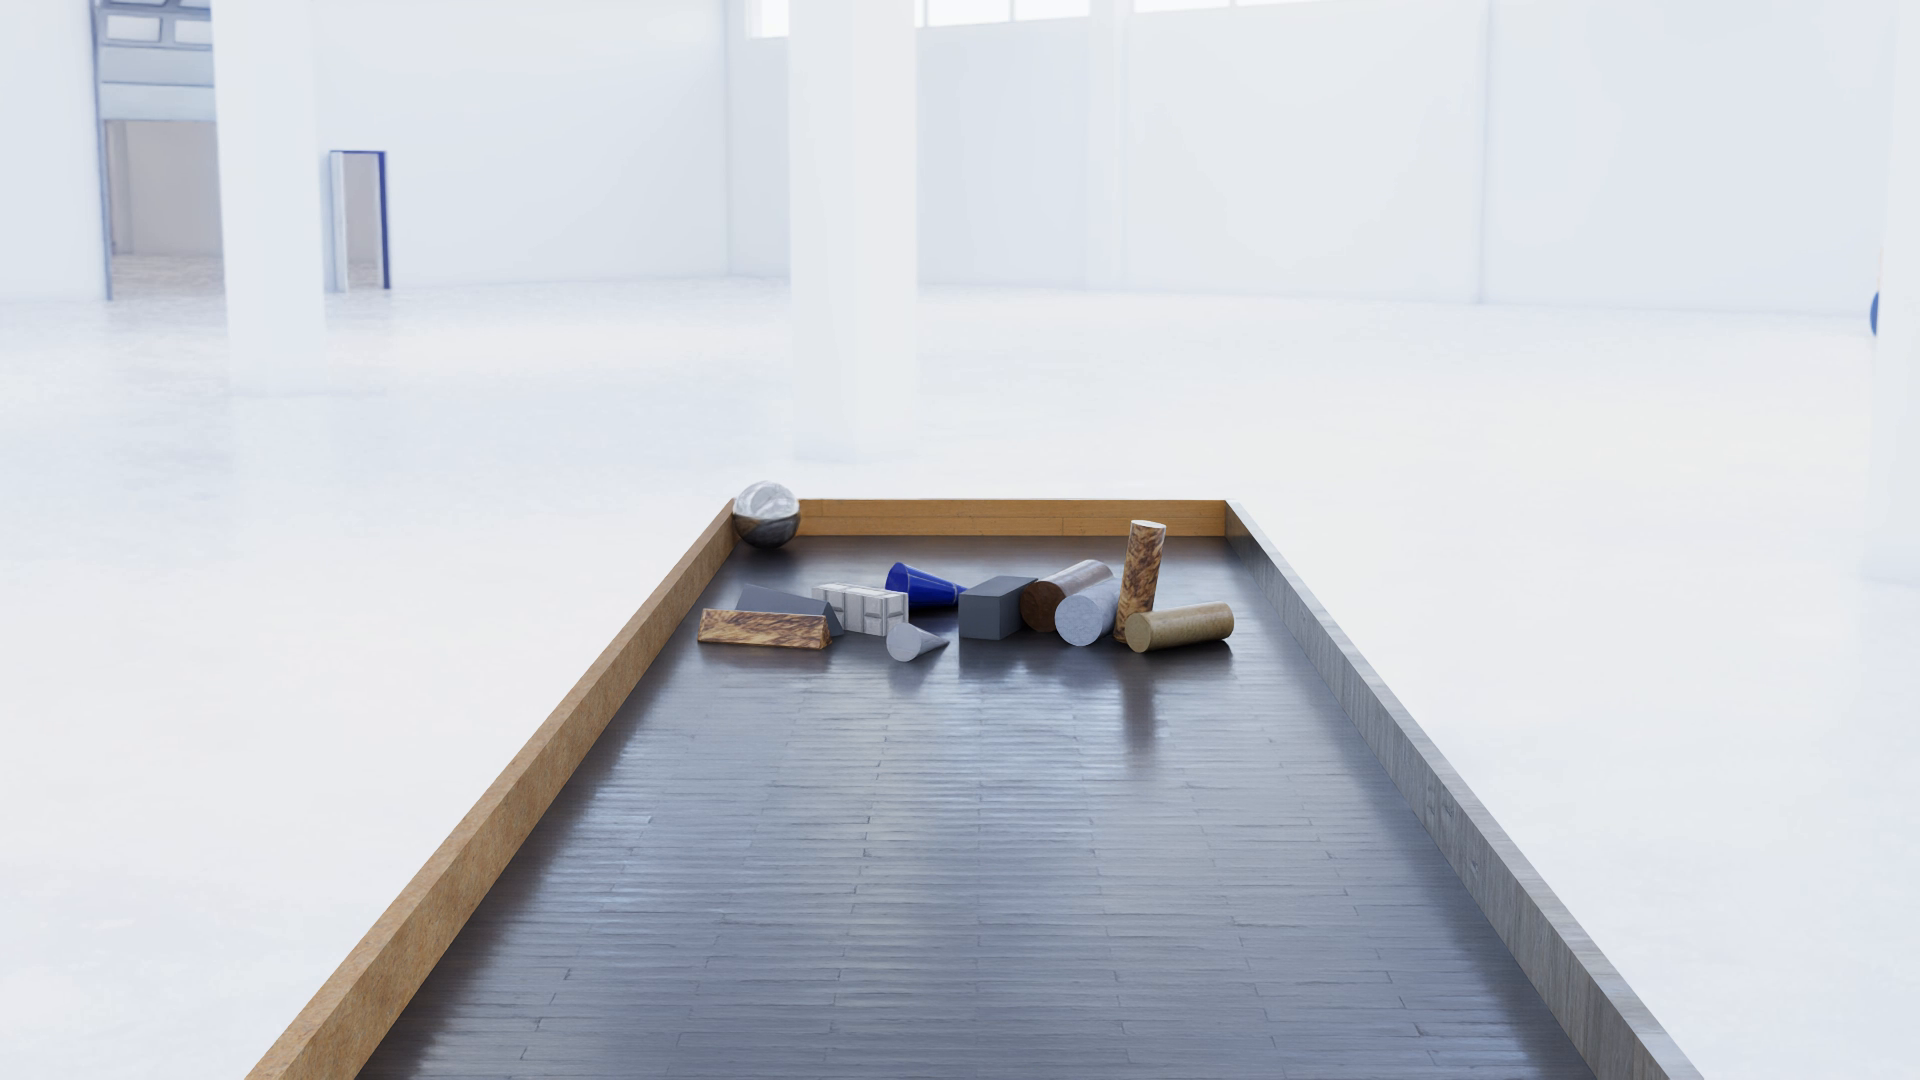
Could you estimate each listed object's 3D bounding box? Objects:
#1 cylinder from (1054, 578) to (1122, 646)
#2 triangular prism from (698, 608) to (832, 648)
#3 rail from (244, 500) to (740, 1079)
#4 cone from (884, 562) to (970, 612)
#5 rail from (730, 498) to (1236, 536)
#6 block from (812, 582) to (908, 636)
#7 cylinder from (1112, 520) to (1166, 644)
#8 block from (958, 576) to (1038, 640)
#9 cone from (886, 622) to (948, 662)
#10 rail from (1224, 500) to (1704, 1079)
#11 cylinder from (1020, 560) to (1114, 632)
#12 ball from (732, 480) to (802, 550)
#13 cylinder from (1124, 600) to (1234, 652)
[{"bbox_3d":[0.449,0.228,7.052,0.163,0.163,0.348,4,10,26],"label":"cylinder"},{"bbox_3d":[-0.620,0.275,6.959,0.414,0.094,0.109,3,9,17],"label":"triangular prism"},{"bbox_3d":[-1.004,0.839,3.234,0.050,0.150,12.000,0,9,1],"label":"rail"},{"bbox_3d":[-0.029,0.189,7.548,0.426,0.172,0.172,8,4,-28],"label":"cone"},{"bbox_3d":[0.099,-0.098,9.147,2.100,0.150,0.050,0,9,1],"label":"rail"},{"bbox_3d":[-0.328,0.225,7.197,0.316,0.123,0.123,8,12,40],"label":"block"},{"bbox_3d":[0.565,0.133,6.923,0.110,0.377,0.110,8,10,-1],"label":"cylinder"},{"bbox_3d":[0.128,0.218,7.184,0.140,0.140,0.371,3,10,21],"label":"block"},{"bbox_3d":[-0.100,0.317,6.823,0.119,0.119,0.323,4,0,26],"label":"cone"},{"bbox_3d":[1.046,0.843,3.208,0.050,0.150,12.000,0,9,1],"label":"rail"},{"bbox_3d":[0.362,0.183,7.317,0.169,0.169,0.455,4,10,23],"label":"cylinder"},{"bbox_3d":[-0.770,-0.100,8.768,0.273,0.273,0.273,0,9,0],"label":"ball"},{"bbox_3d":[0.691,0.271,6.905,0.348,0.123,0.123,-6,11,-35],"label":"cylinder"}]
